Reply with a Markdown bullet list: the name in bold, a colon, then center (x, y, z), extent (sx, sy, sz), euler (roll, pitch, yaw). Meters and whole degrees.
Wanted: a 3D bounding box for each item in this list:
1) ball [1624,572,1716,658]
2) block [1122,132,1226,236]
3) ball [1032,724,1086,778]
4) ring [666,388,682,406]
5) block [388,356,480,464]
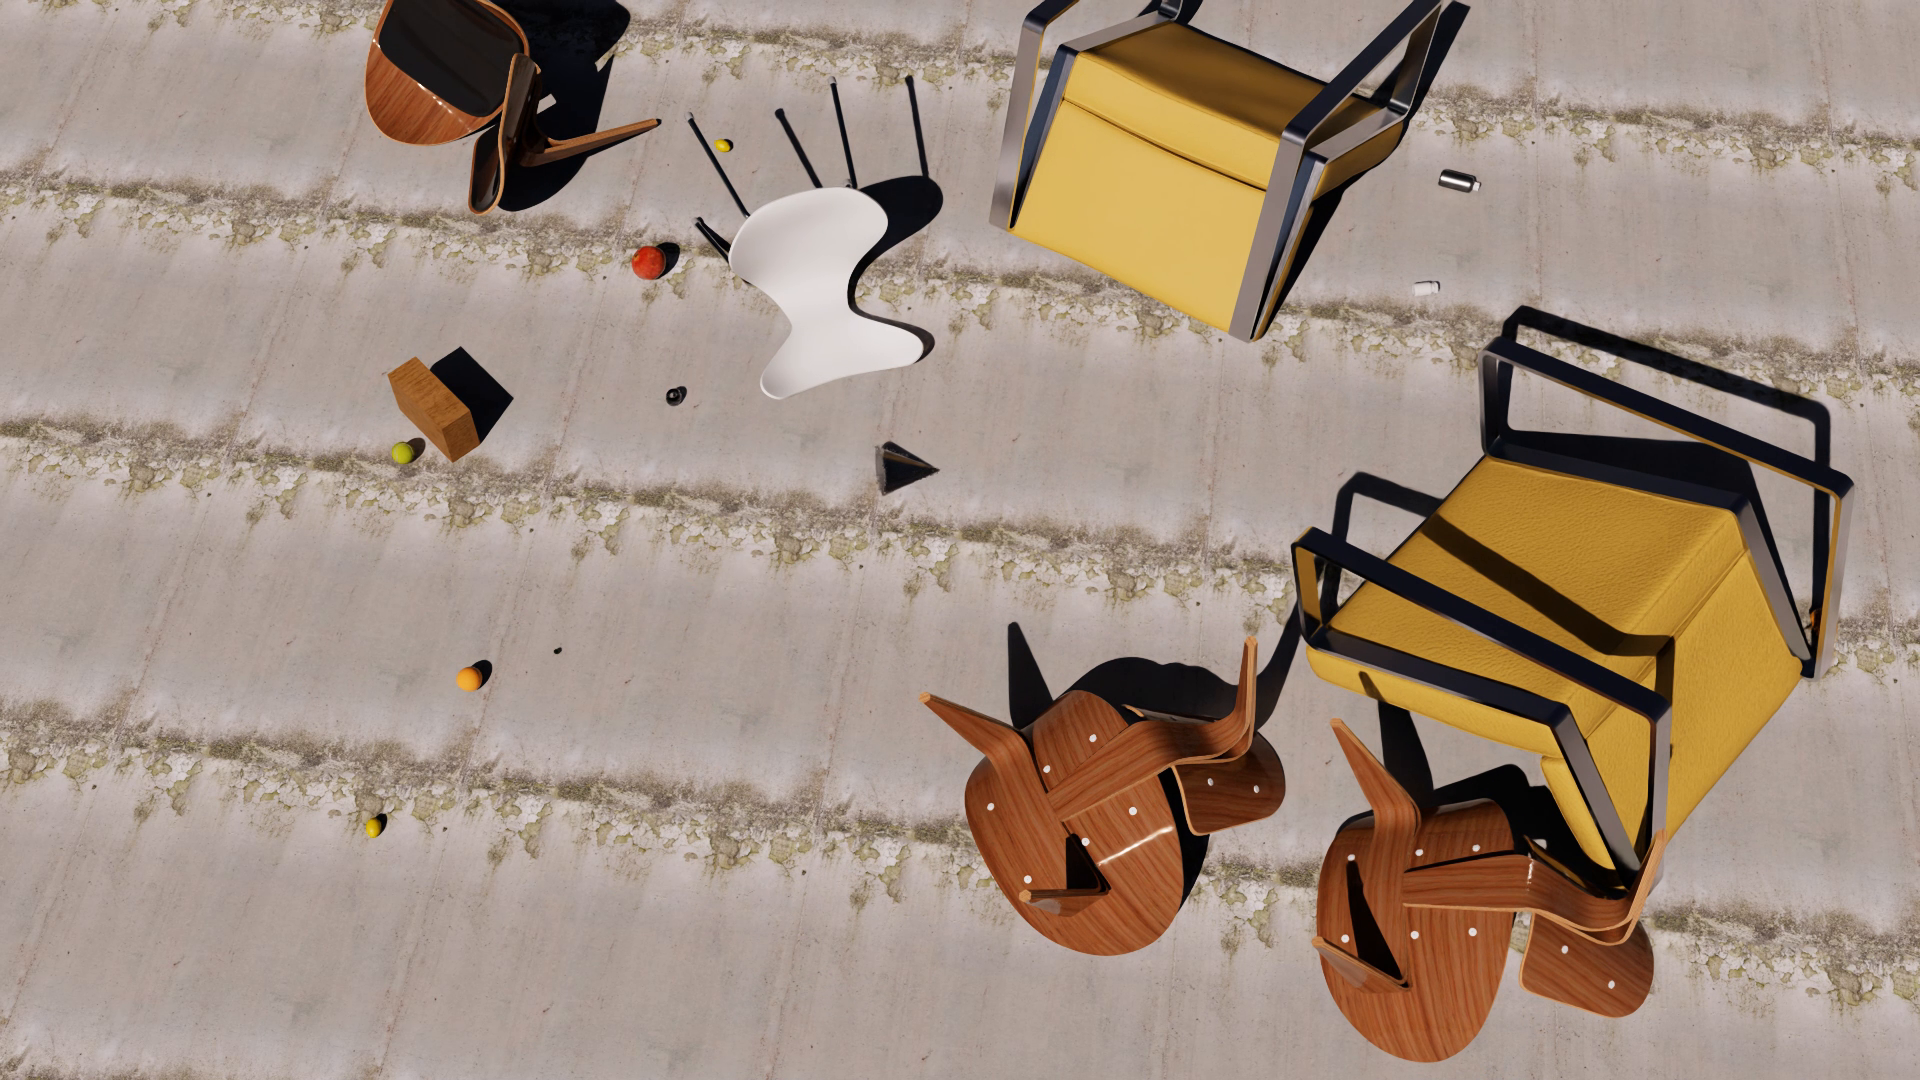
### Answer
- **ball**: center (2.028, 0.214, 6.281), extent (0.248, 0.248, 0.248), euler (0, 56, 0)
- **block**: center (0.701, -1.172, 7.243), extent (0.298, 0.195, 0.141), euler (29, 61, 18)
- **ball**: center (0.276, 0.587, 6.091), extent (0.149, 0.149, 0.149), euler (0, 56, 0)
- **ring**: center (-0.892, -0.444, 6.849), extent (0.049, 0.039, 0.055), euler (16, 59, 7)
- **block**: center (-1.611, -0.399, 6.737), extent (0.104, 0.175, 0.284), euler (-38, 64, -22)
